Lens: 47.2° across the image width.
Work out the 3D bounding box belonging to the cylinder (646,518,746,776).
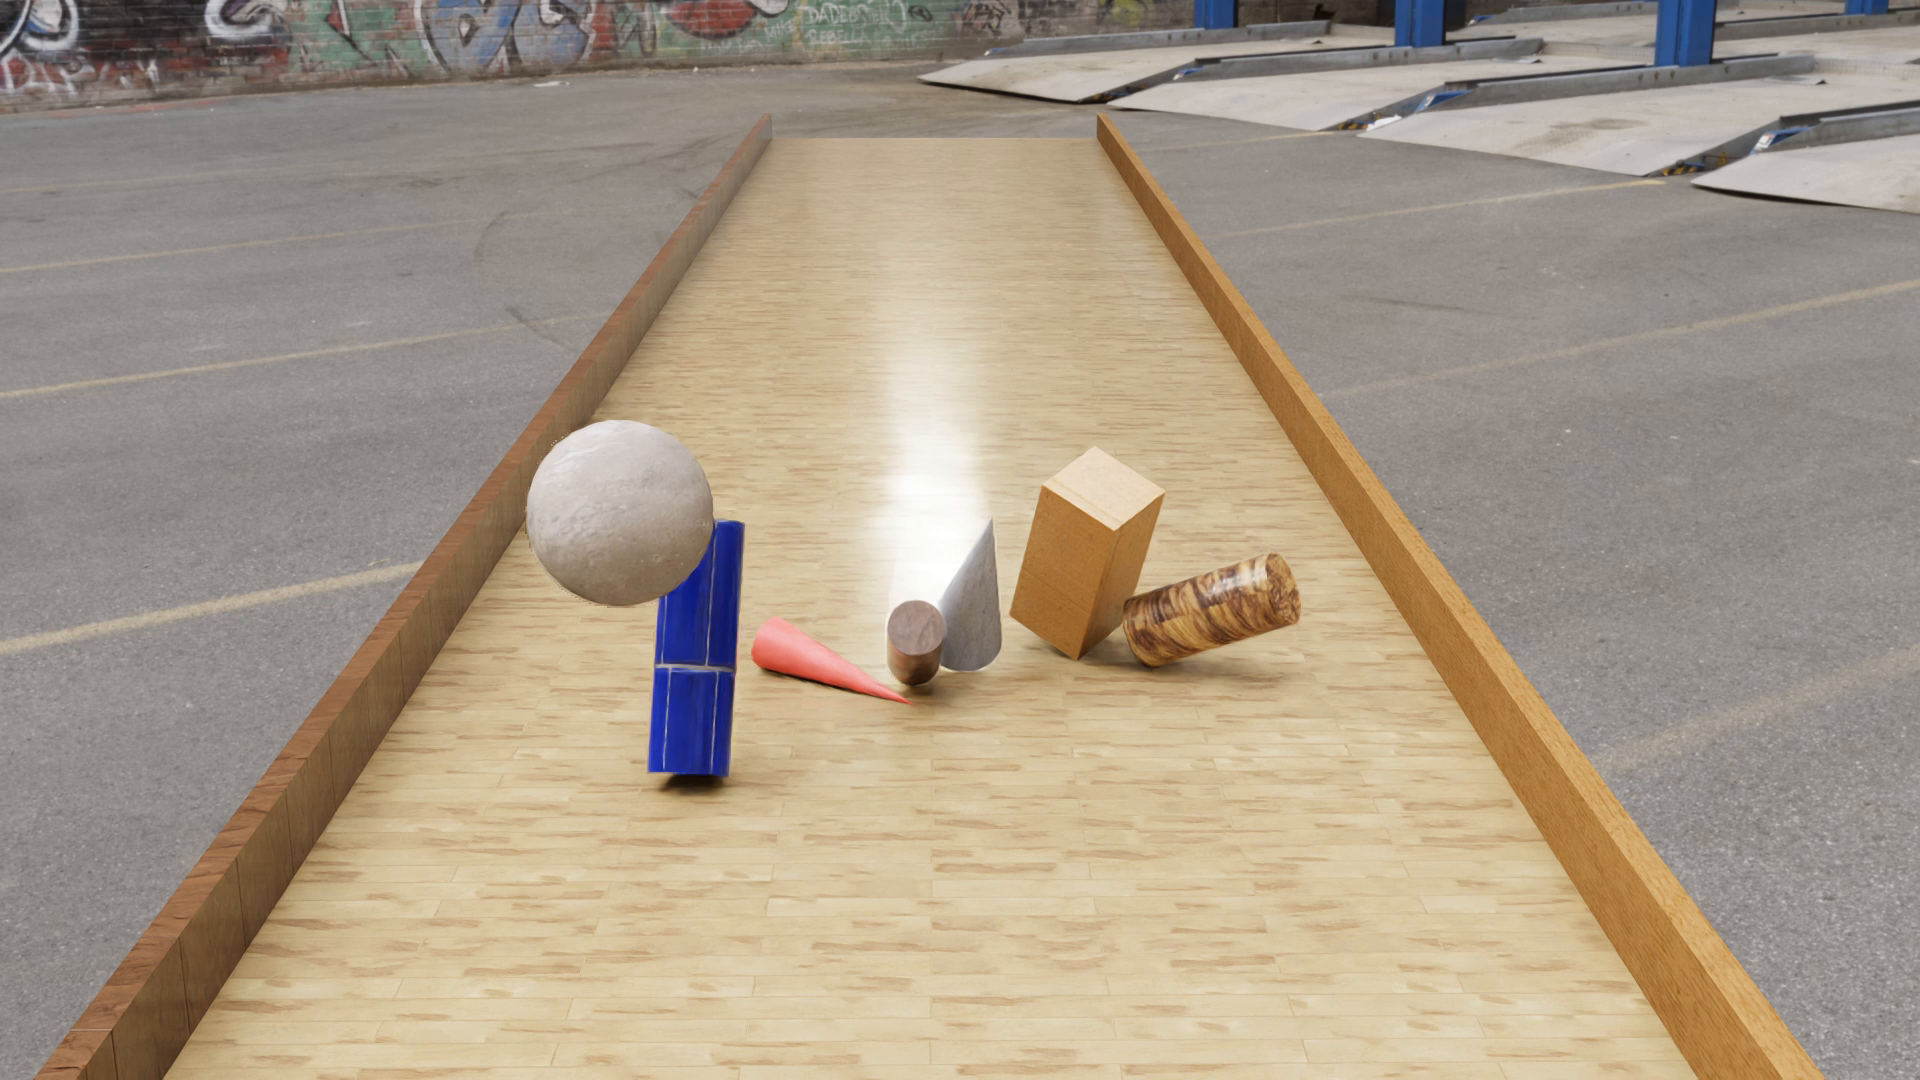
[{"bbox_3d":[-0.456,0.184,3.804,0.142,0.436,0.142,3,-5,0],"label":"cylinder"}]

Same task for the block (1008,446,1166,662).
[{"bbox_3d":[0.250,0.029,4.379,0.175,0.357,0.175,34,46,22],"label":"block"}]

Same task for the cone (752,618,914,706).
[{"bbox_3d":[-0.230,0.259,4.265,0.371,0.106,0.106,21,25,32],"label":"cone"}]

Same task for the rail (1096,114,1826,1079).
[{"bbox_3d":[0.932,-0.844,7.801,0.050,0.150,12.000,0,17,-1],"label":"rail"}]

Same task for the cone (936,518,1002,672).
[{"bbox_3d":[0.032,0.074,4.201,0.161,0.452,0.161,4,58,-6],"label":"cone"}]

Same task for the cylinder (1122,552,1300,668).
[{"bbox_3d":[0.491,0.138,4.302,0.316,0.146,0.146,-19,6,28],"label":"cylinder"}]

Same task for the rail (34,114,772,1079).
[{"bbox_3d":[-1.118,-0.838,7.780,0.050,0.150,12.000,0,17,-1],"label":"rail"}]

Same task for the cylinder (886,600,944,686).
[{"bbox_3d":[-0.085,0.195,4.138,0.105,0.105,0.310,-1,-14,-2],"label":"cylinder"}]

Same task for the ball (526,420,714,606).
[{"bbox_3d":[-0.539,-0.042,3.494,0.296,0.296,0.296,0,17,0],"label":"ball"}]
